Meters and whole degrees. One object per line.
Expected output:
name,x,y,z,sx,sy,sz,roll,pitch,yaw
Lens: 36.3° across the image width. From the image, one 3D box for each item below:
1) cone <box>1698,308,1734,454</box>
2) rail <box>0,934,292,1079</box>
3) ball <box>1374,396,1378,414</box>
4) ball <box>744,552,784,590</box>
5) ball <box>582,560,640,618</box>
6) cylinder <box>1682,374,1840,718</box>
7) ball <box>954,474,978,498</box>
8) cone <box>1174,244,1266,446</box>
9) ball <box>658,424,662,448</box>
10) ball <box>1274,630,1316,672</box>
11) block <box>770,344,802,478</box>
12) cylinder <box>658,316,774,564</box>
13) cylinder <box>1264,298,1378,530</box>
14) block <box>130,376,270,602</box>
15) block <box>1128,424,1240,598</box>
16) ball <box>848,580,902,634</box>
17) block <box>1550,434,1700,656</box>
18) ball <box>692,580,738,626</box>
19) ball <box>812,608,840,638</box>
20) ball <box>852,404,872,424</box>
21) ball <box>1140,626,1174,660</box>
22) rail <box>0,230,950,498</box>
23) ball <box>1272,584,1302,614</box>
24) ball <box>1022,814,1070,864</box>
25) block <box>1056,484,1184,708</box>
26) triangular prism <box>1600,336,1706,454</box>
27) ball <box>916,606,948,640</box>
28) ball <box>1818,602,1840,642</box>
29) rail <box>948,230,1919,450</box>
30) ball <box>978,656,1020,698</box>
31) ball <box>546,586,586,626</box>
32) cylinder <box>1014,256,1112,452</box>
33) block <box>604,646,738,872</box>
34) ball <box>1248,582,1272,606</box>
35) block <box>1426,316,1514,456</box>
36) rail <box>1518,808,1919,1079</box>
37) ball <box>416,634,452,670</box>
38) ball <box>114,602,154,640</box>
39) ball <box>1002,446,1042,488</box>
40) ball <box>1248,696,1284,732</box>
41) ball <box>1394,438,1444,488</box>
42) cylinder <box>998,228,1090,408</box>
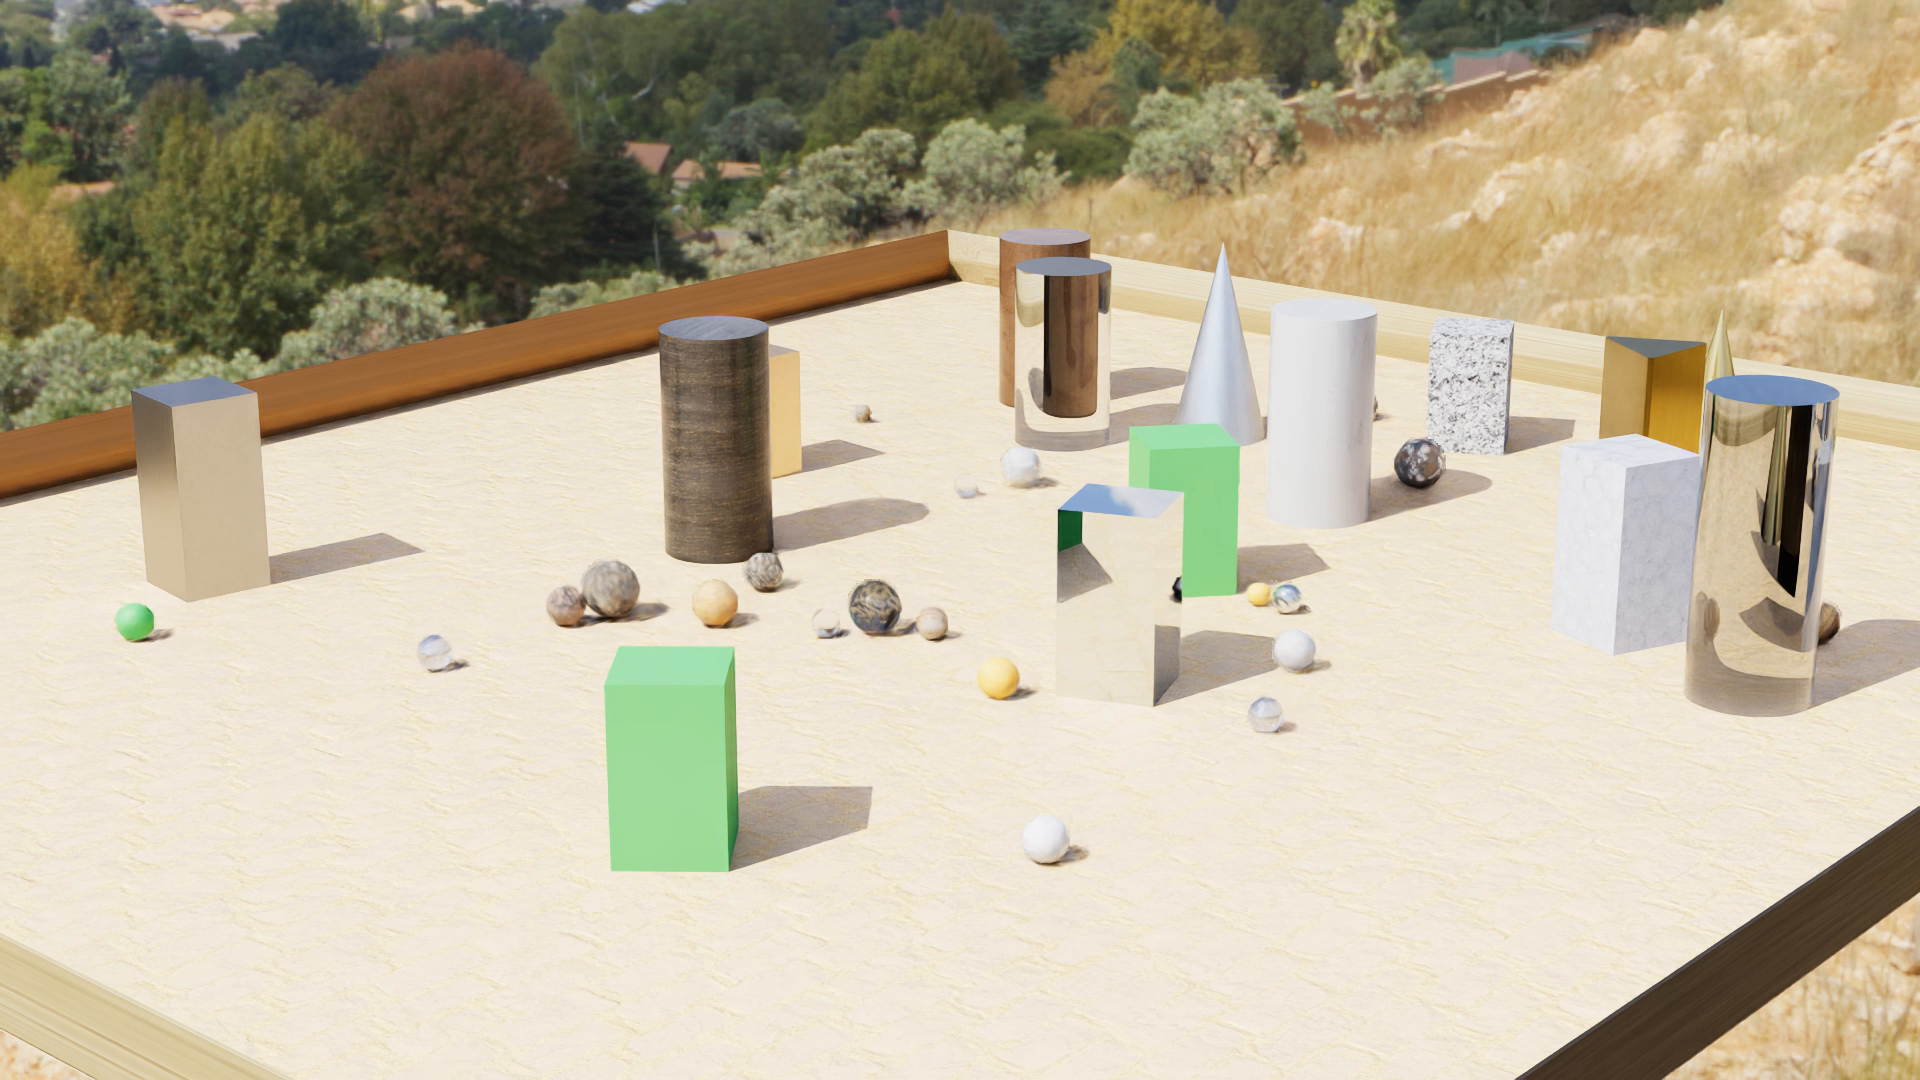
cone,1.427,-0.240,5.543,0.199,0.409,0.199,0,17,0
rail,-1.321,0.471,3.663,3.626,0.130,0.045,14,22,39
ball,0.867,-0.291,6.311,0.064,0.064,0.064,0,17,0
ball,-0.345,0.055,5.156,0.068,0.068,0.068,0,17,0
ball,-0.595,0.083,4.997,0.098,0.098,0.098,0,17,0
cylinder,1.245,0.008,4.566,0.199,0.498,0.199,0,17,0
ball,0.012,-0.106,5.726,0.047,0.047,0.047,0,17,0
cone,0.545,-0.420,6.130,0.199,0.414,0.199,0,17,0
ball,-0.567,-0.214,5.993,0.100,0.100,0.100,0,17,0
ball,0.542,0.178,4.745,0.068,0.068,0.068,0,17,0
block,-0.432,-0.258,5.880,0.160,0.249,0.160,-15,22,-41
cylinder,-0.444,-0.183,5.345,0.199,0.415,0.199,0,17,0
cylinder,0.684,-0.241,5.561,0.199,0.401,0.199,0,17,0
block,-1.333,-0.091,5.150,0.160,0.351,0.160,-14,22,-38
block,0.392,-0.052,5.159,0.160,0.270,0.160,-3,17,-9
ball,-0.143,0.113,4.925,0.090,0.090,0.090,0,17,0
block,1.106,0.006,4.879,0.160,0.321,0.160,-9,19,-27
ball,-0.415,0.106,4.965,0.079,0.079,0.079,0,17,0
ball,-0.225,0.138,4.911,0.049,0.049,0.049,0,17,0
ball,-0.211,-0.271,6.283,0.041,0.041,0.041,0,17,0
ball,0.319,0.168,4.760,0.057,0.057,0.057,0,17,0
rail,-1.351,-0.306,6.243,0.045,0.130,4.077,14,22,39
ball,0.562,0.101,5.033,0.051,0.051,0.051,0,17,0
ball,0.117,0.407,3.991,0.066,0.066,0.066,0,17,0
block,0.253,0.085,4.640,0.160,0.307,0.160,6,18,18
triangular prism,1.208,-0.152,5.250,0.173,0.410,0.150,-16,23,-42
ball,-0.046,0.139,4.899,0.055,0.055,0.055,0,17,0
ball,1.433,0.136,4.888,0.067,0.067,0.067,0,17,0
rail,1.321,-0.406,6.577,3.626,0.130,0.045,14,22,39
ball,0.061,0.217,4.622,0.066,0.066,0.066,0,17,0
ball,-0.668,0.111,4.969,0.068,0.068,0.068,0,17,0
cylinder,0.214,-0.388,6.102,0.199,0.370,0.199,0,17,0
block,-0.391,0.298,4.003,0.160,0.268,0.160,0,17,1
ball,0.518,0.093,5.076,0.041,0.041,0.041,0,17,0
block,1.059,-0.321,6.087,0.160,0.251,0.160,4,17,13
rail,1.351,0.371,3.996,0.045,0.130,4.077,14,22,39
ball,-0.851,0.182,4.751,0.058,0.058,0.058,0,17,0
ball,-1.378,0.136,4.895,0.064,0.064,0.064,0,17,0
ball,0.122,-0.144,5.795,0.081,0.081,0.081,0,17,0
ball,0.467,0.266,4.476,0.055,0.055,0.055,0,17,0
ball,0.906,-0.151,5.788,0.098,0.098,0.098,0,17,0
cylinder,0.185,-0.485,6.432,0.199,0.367,0.199,0,17,0
